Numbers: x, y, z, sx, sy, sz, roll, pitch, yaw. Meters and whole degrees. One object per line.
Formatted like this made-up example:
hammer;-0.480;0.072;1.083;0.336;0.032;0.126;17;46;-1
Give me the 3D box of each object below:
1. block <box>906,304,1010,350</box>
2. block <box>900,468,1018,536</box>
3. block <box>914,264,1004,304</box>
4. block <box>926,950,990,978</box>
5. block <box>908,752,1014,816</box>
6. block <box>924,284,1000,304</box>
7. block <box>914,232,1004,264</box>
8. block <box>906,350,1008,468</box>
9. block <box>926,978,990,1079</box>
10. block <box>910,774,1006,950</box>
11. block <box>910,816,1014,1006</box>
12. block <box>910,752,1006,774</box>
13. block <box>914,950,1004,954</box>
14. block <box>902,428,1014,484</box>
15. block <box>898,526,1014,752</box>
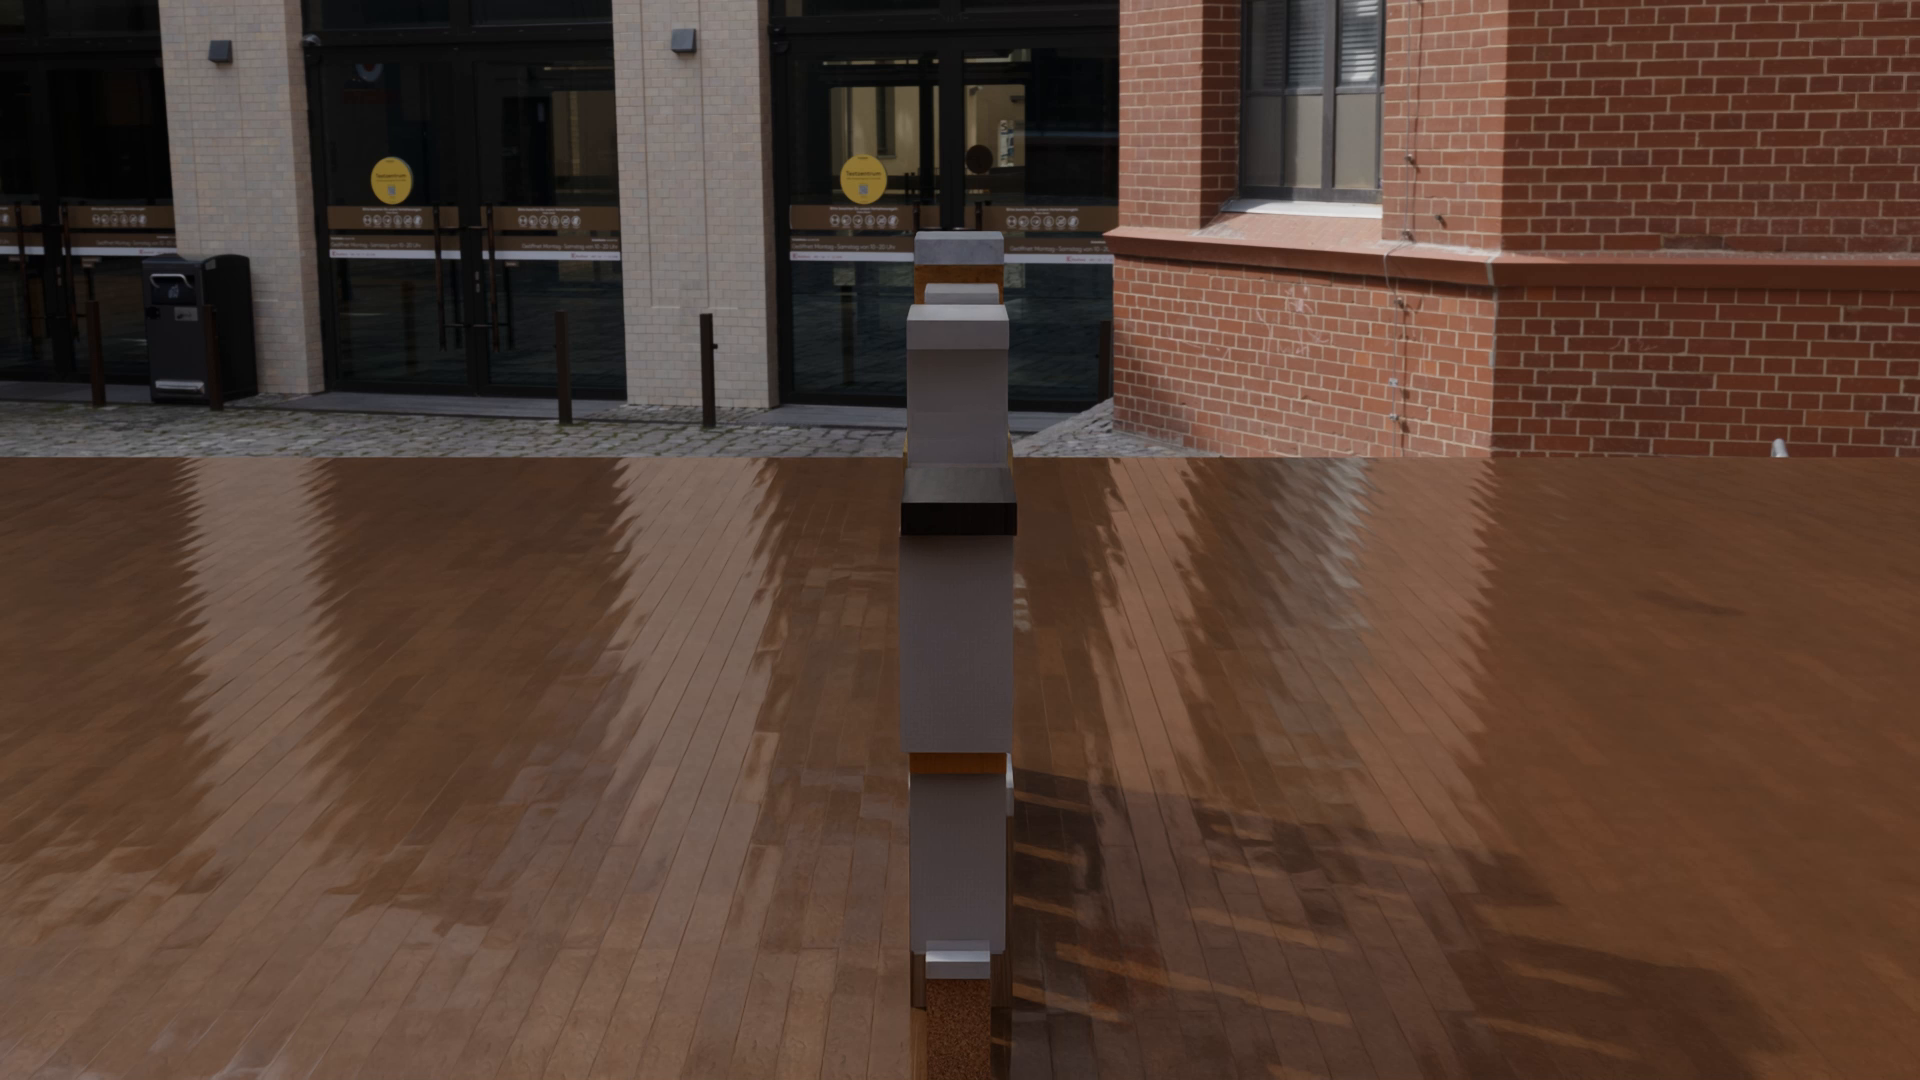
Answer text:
block;-0.003;-0.314;3.221;0.144;0.041;0.287;0;11;0
block;-0.002;-0.052;2.846;0.143;0.040;0.285;0;10;0
block;-0.002;-0.314;3.661;0.146;0.292;0.041;0;11;0
block;-0.002;0.543;2.938;0.084;0.024;0.167;0;11;0
block;0.002;0.343;3.255;0.148;0.042;0.297;0;11;0
block;0.003;-0.382;3.478;0.115;0.033;0.230;0;11;0
block;-0.001;-0.496;3.726;0.146;0.041;0.292;0;10;0
block;-0.004;-0.105;3.162;0.144;0.349;0.041;0;11;0
block;-0.002;0.648;2.900;0.084;0.167;0.024;0;11;0
block;-0.003;0.414;2.886;0.125;0.249;0.035;0;11;0
block;0.002;0.528;3.189;0.148;0.297;0.042;0;11;0
block;-0.003;0.259;2.942;0.125;0.035;0.249;0;11;0
block;-0.002;0.418;3.056;0.125;0.319;0.035;0;10;0
block;-0.003;-0.149;3.710;0.177;0.050;0.355;0;11;0
block;-0.005;0.126;2.782;0.143;0.285;0.040;0;11;0
